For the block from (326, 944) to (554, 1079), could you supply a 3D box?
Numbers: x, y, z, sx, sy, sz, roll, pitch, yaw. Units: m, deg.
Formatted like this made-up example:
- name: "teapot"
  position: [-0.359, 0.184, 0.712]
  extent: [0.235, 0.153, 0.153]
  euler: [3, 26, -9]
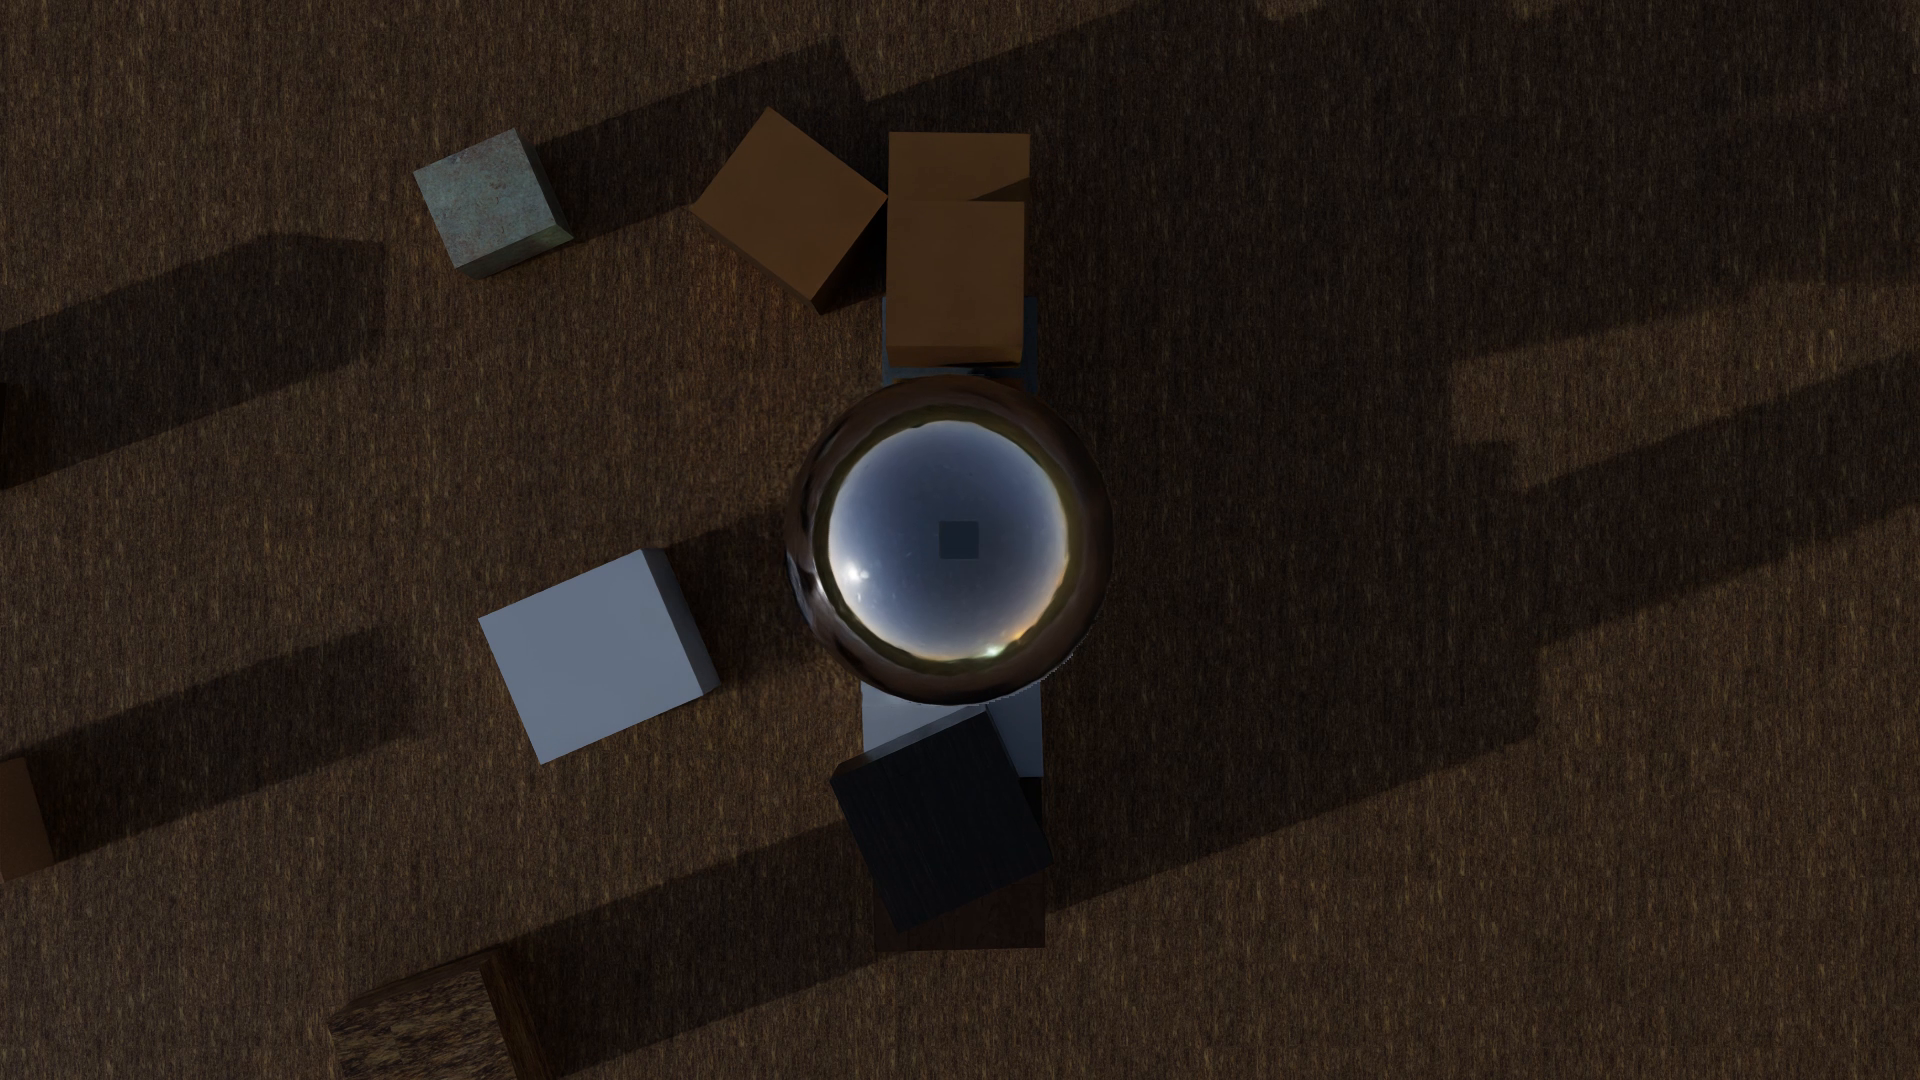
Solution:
- name: "block"
  position: [-2.968, 2.936, 12.627]
  extent: [0.902, 0.746, 0.857]
  euler: [-19, 90, 0]

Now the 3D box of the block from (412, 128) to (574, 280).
- name: "block"
  position: [-2.684, -1.931, 12.707]
  extent: [0.626, 0.585, 0.595]
  euler: [-24, 90, 0]

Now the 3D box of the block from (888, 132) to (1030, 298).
- name: "block"
  position: [-0.008, -1.790, 12.535]
  extent: [0.775, 0.930, 0.891]
  euler: [1, 90, 0]

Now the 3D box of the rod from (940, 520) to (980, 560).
- name: "rod"
  position: [-0.022, 0.000, 7.195]
  extent: [0.080, 5.200, 0.080]
  euler: [0, 90, 0]

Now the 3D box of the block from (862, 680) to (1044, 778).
- name: "block"
  position: [-0.047, 0.895, 12.533]
  extent: [0.981, 0.934, 0.843]
  euler: [-2, 90, 0]

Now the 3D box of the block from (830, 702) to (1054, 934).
- name: "block"
  position: [-0.092, 1.438, 11.618]
  extent: [0.876, 0.839, 0.854]
  euler: [-24, 90, 0]

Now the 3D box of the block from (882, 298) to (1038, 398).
- name: "block"
  position: [-0.001, -0.904, 12.521]
  extent: [0.848, 0.958, 0.853]
  euler: [0, 90, 0]

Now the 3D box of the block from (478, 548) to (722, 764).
- name: "block"
  position: [-2.028, 0.642, 12.540]
  extent: [0.974, 0.920, 0.875]
  euler: [-23, 90, 0]

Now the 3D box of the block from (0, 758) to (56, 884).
- name: "block"
  position: [-5.802, 1.706, 12.649]
  extent: [0.756, 0.701, 0.662]
  euler: [-16, 90, 0]

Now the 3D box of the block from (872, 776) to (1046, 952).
- name: "block"
  position: [-0.011, 1.783, 12.519]
  extent: [0.936, 0.963, 0.923]
  euler: [-1, 90, 0]

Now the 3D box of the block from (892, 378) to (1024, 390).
- name: "block"
  position: [-0.011, -0.359, 11.733]
  extent: [0.703, 0.661, 0.820]
  euler: [0, 116, 0]

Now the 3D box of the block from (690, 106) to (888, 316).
- name: "block"
  position: [-0.944, -1.862, 12.582]
  extent: [0.833, 0.835, 0.723]
  euler: [37, 90, 0]

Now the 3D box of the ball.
- name: "ball"
  position: [-0.052, 0.000, 10.595]
  extent: [1.600, 1.600, 1.600]
  euler: [0, 90, 0]

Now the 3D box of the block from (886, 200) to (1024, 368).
- name: "block"
  position: [-0.025, -1.345, 11.682]
  extent: [0.707, 0.720, 0.756]
  euler: [1, 86, 0]

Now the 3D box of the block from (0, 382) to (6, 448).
- name: "block"
  position: [-6.007, -0.635, 12.630]
  extent: [0.690, 0.741, 0.652]
  euler: [5, 90, 0]
